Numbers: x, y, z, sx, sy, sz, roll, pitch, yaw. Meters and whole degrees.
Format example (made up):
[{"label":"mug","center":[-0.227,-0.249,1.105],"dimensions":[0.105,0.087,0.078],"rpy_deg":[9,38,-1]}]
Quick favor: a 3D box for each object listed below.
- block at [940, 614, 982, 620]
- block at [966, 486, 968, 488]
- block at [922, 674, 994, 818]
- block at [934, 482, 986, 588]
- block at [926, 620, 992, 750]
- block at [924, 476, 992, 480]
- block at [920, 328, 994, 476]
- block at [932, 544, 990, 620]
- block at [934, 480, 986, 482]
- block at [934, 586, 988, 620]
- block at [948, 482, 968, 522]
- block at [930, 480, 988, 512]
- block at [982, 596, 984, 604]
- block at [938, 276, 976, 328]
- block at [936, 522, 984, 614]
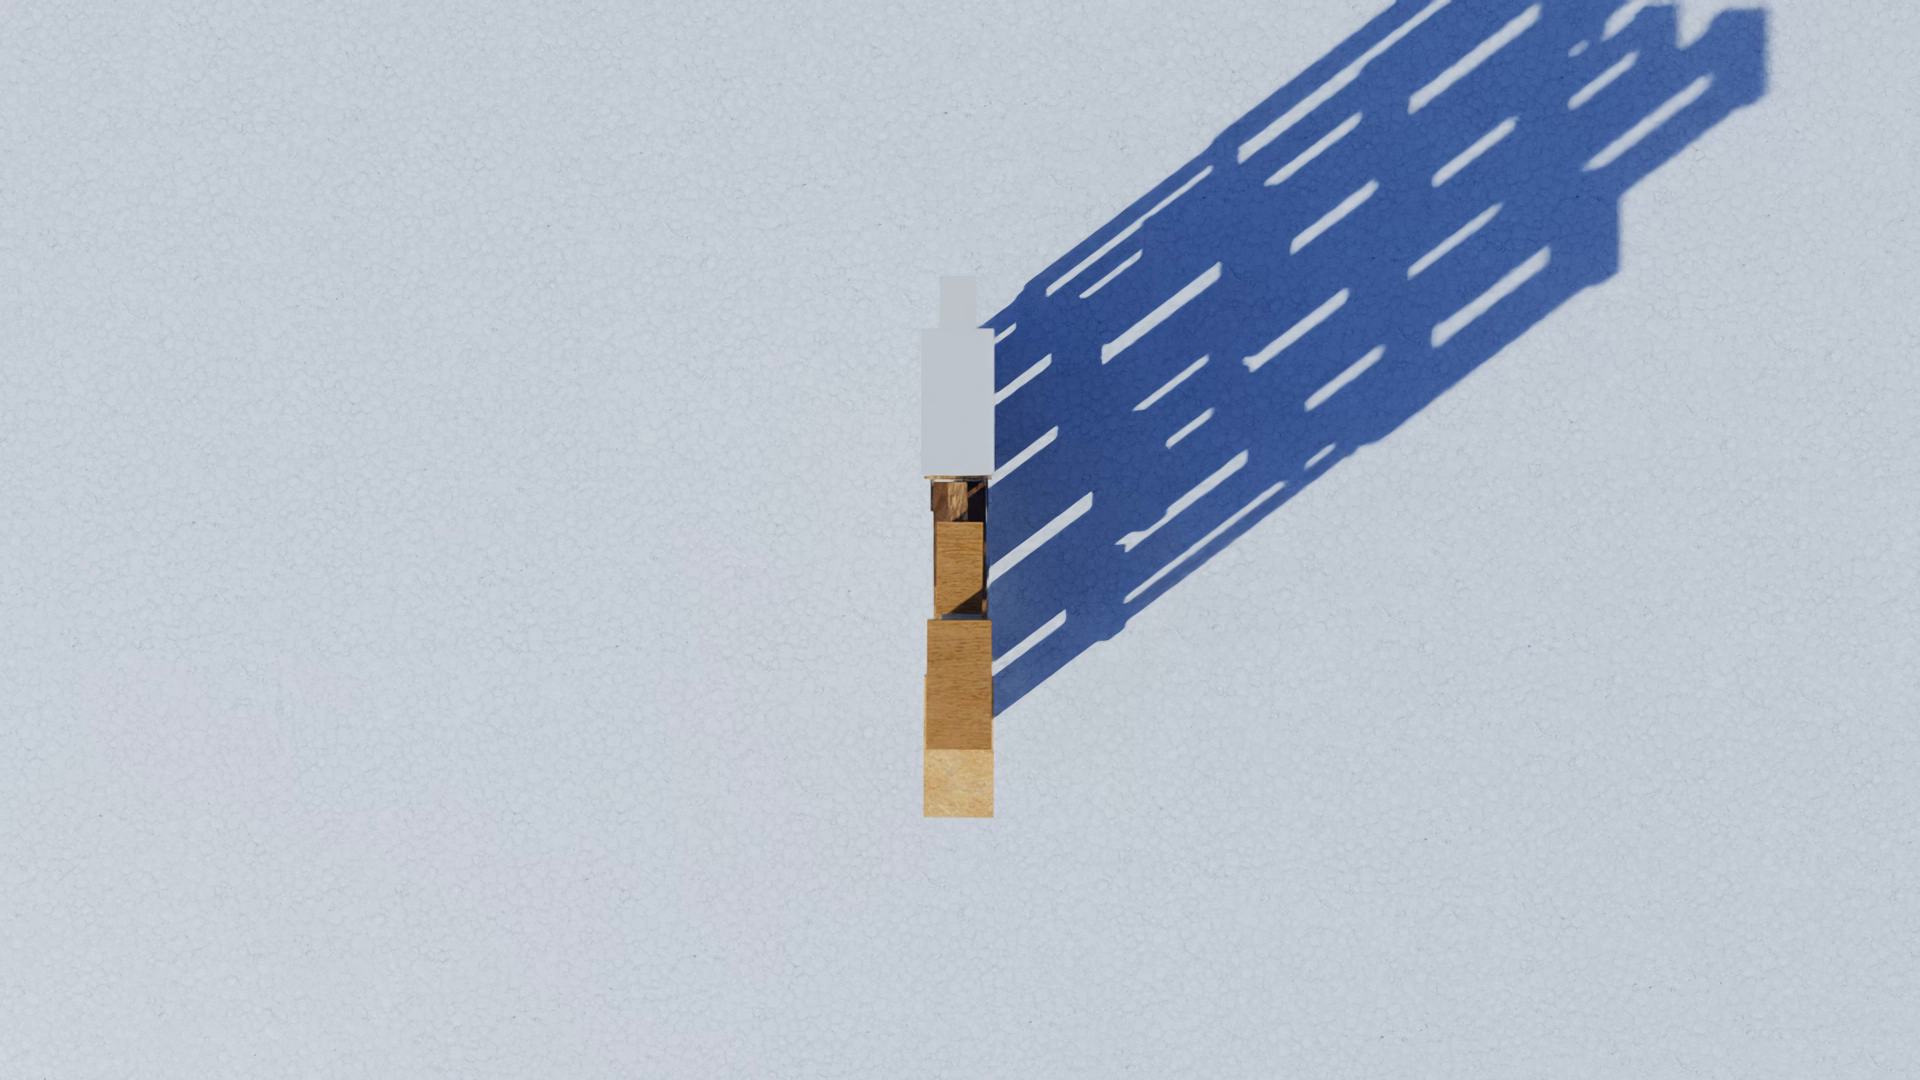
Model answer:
[{"label":"block","center":[0.003,0.229,4.260],"dimensions":[0.105,0.030,0.210],"rpy_deg":[0,90,0]},{"label":"block","center":[-0.006,-0.127,4.139],"dimensions":[0.048,0.096,0.014],"rpy_deg":[0,90,0]},{"label":"block","center":[-0.003,0.513,4.111],"dimensions":[0.175,0.049,0.349],"rpy_deg":[0,90,0]},{"label":"block","center":[-0.001,-0.015,4.206],"dimensions":[0.134,0.038,0.268],"rpy_deg":[0,90,0]},{"label":"block","center":[-0.002,0.329,3.771],"dimensions":[0.147,0.042,0.294],"rpy_deg":[0,90,0]},{"label":"block","center":[-0.006,-0.320,4.134],"dimensions":[0.168,0.048,0.336],"rpy_deg":[0,90,0]},{"label":"block","center":[-0.005,-0.313,3.755],"dimensions":[0.166,0.047,0.331],"rpy_deg":[0,90,0]},{"label":"block","center":[0.003,0.190,5.123],"dimensions":[0.176,0.050,0.352],"rpy_deg":[0,90,0]},{"label":"block","center":[0.002,-0.149,4.513],"dimensions":[0.142,0.040,0.283],"rpy_deg":[0,90,0]},{"label":"block","center":[0.001,0.144,4.571],"dimensions":[0.147,0.042,0.294],"rpy_deg":[0,90,0]},{"label":"block","center":[-0.006,-0.095,4.084],"dimensions":[0.048,0.014,0.096],"rpy_deg":[-1,90,0]},{"label":"block","center":[-0.001,-0.253,4.841],"dimensions":[0.169,0.048,0.338],"rpy_deg":[0,90,0]},{"label":"block","center":[0.001,0.141,4.106],"dimensions":[0.110,0.278,0.031],"rpy_deg":[0,90,0]},{"label":"block","center":[-0.006,-0.592,4.330],"dimensions":[0.098,0.028,0.196],"rpy_deg":[0,90,0]},{"label":"block","center":[0.000,0.067,3.951],"dimensions":[0.110,0.031,0.220],"rpy_deg":[1,90,0]}]
